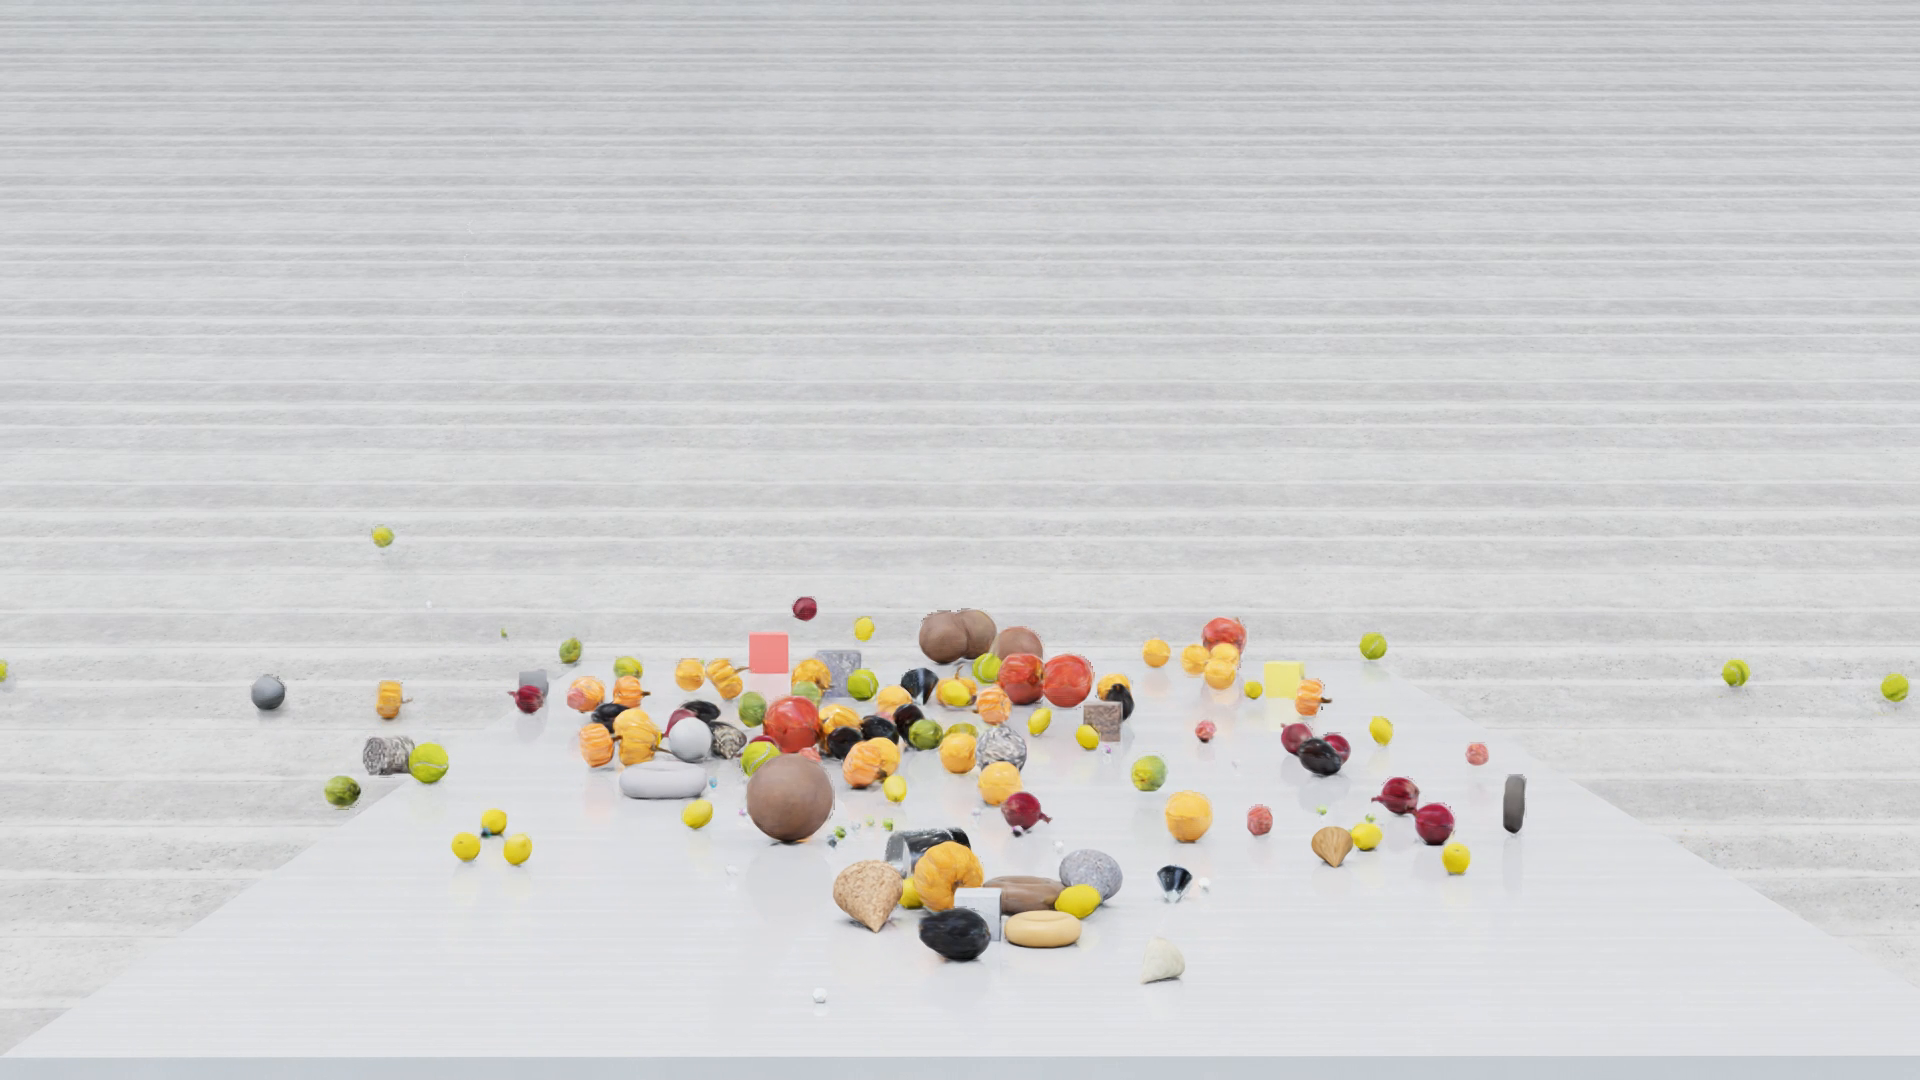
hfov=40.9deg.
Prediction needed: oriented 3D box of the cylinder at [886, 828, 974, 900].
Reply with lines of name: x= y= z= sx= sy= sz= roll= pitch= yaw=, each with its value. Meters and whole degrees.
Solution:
cylinder: x=-0.041 y=0.423 z=3.362 sx=0.088 sy=0.088 sz=0.088 roll=-1 pitch=21 yaw=-24

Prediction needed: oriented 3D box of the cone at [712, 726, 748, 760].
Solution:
cone: x=-0.425 y=0.385 z=4.698 sx=0.065 sy=0.065 sz=0.065 roll=2 pitch=51 yaw=6

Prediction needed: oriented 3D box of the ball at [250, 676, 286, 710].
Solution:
ball: x=-1.743 y=0.385 z=6.472 sx=0.086 sy=0.086 sz=0.086 roll=0 pitch=22 yaw=0

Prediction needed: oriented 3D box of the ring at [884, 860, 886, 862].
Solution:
ring: x=-0.064 y=0.446 z=3.443 sx=0.098 sy=0.033 sz=0.098 roll=1 pitch=6 yaw=0

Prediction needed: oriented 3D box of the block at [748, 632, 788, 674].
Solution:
block: x=-0.468 y=0.274 z=6.262 sx=0.094 sy=0.094 sz=0.094 roll=0 pitch=3 yaw=-7

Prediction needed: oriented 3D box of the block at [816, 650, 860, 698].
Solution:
block: x=-0.272 y=0.298 z=5.747 sx=0.098 sy=0.098 sz=0.098 roll=0 pitch=3 yaw=-1

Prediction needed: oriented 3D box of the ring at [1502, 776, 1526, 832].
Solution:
ring: x=0.830 y=0.395 z=3.852 sx=0.029 sy=0.087 sz=0.087 roll=3 pitch=22 yaw=15

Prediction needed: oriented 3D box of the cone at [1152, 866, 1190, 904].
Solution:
cone: x=0.276 y=0.457 z=3.332 sx=0.050 sy=0.050 sz=0.050 roll=-1 pitch=46 yaw=-3

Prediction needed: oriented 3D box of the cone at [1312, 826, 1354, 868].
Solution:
cone: x=0.523 y=0.442 z=3.596 sx=0.059 sy=0.059 sz=0.059 roll=1 pitch=29 yaw=3

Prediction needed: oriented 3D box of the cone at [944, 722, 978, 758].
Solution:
cone: x=0.008 y=0.382 z=4.744 sx=0.066 sy=0.066 sz=0.066 roll=-4 pitch=30 yaw=-10

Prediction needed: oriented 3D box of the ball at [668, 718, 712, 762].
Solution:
ball: x=-0.489 y=0.362 z=4.659 sx=0.080 sy=0.080 sz=0.080 roll=0 pitch=22 yaw=0

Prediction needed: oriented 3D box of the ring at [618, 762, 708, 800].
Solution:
ring: x=-0.492 y=0.398 z=4.259 sx=0.146 sy=0.049 sz=0.146 roll=1 pitch=4 yaw=0

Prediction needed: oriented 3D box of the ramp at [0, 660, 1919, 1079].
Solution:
ramp: x=0.051 y=0.458 z=4.533 sx=2.000 sy=0.100 sz=4.000 roll=0 pitch=3 yaw=0

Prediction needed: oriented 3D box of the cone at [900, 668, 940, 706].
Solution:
cone: x=-0.084 y=0.336 z=5.571 sx=0.087 sy=0.087 sz=0.087 roll=-2 pitch=30 yaw=-6

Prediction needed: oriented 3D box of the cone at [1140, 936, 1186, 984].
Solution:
cone: x=0.215 y=0.480 z=2.867 sx=0.053 sy=0.053 sz=0.053 roll=16 pitch=39 yaw=35

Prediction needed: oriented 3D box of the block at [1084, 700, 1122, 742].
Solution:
block: x=0.276 y=0.350 z=4.966 sx=0.071 sy=0.071 sz=0.071 roll=0 pitch=3 yaw=7

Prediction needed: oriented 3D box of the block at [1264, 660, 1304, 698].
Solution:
block: x=0.722 y=0.311 z=5.715 sx=0.075 sy=0.075 sz=0.075 roll=1 pitch=3 yaw=17

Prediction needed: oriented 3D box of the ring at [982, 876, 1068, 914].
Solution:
ring: x=0.082 y=0.452 z=3.278 sx=0.113 sy=0.038 sz=0.113 roll=2 pitch=0 yaw=0

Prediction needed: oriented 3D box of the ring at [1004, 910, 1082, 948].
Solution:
ring: x=0.099 y=0.466 z=3.079 sx=0.094 sy=0.031 sz=0.094 roll=-1 pitch=4 yaw=0

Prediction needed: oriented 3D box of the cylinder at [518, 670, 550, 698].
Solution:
cylinder: x=-0.946 y=0.320 z=5.709 sx=0.059 sy=0.059 sz=0.059 roll=9 pitch=19 yaw=-17

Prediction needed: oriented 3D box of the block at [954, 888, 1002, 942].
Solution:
block: x=0.022 y=0.453 z=3.105 sx=0.054 sy=0.054 sz=0.054 roll=0 pitch=3 yaw=4

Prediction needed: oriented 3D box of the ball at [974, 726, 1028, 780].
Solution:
ball: x=0.070 y=0.365 z=4.408 sx=0.090 sy=0.090 sz=0.090 roll=0 pitch=22 yaw=0
